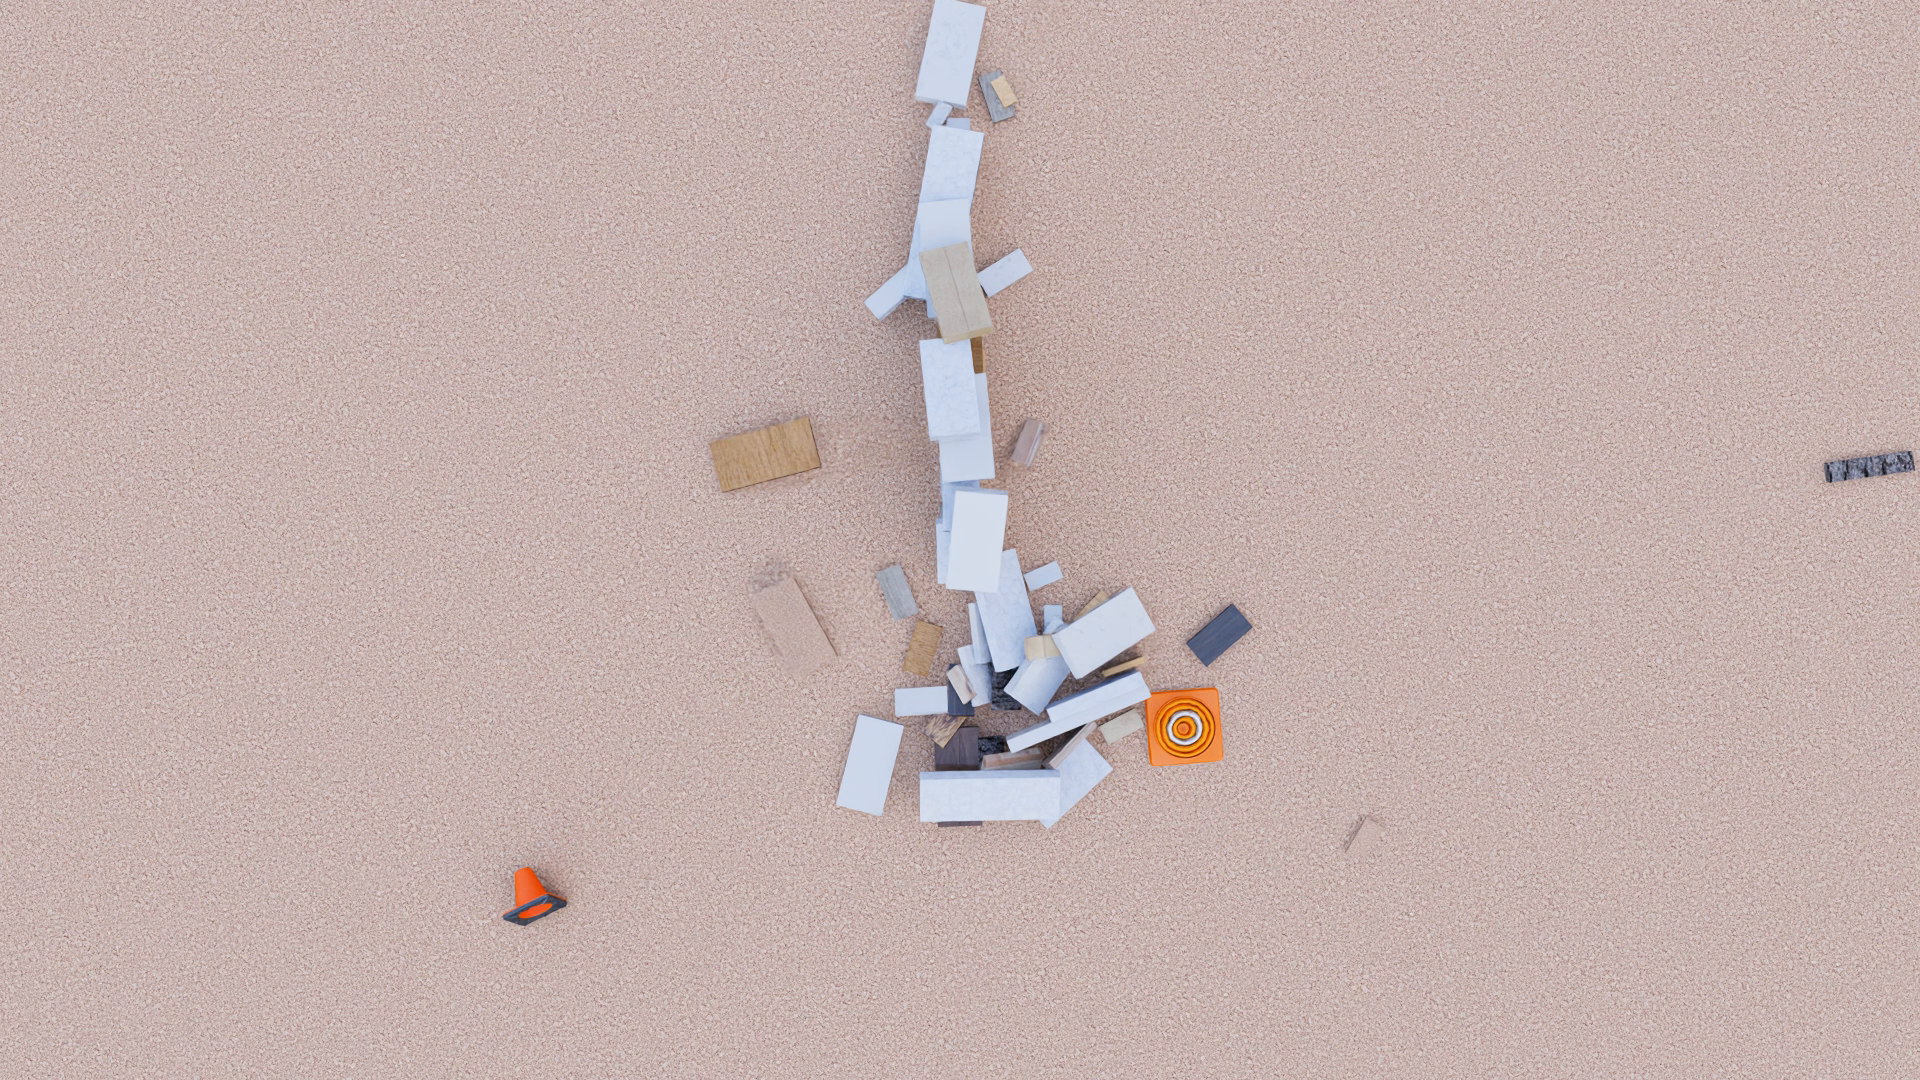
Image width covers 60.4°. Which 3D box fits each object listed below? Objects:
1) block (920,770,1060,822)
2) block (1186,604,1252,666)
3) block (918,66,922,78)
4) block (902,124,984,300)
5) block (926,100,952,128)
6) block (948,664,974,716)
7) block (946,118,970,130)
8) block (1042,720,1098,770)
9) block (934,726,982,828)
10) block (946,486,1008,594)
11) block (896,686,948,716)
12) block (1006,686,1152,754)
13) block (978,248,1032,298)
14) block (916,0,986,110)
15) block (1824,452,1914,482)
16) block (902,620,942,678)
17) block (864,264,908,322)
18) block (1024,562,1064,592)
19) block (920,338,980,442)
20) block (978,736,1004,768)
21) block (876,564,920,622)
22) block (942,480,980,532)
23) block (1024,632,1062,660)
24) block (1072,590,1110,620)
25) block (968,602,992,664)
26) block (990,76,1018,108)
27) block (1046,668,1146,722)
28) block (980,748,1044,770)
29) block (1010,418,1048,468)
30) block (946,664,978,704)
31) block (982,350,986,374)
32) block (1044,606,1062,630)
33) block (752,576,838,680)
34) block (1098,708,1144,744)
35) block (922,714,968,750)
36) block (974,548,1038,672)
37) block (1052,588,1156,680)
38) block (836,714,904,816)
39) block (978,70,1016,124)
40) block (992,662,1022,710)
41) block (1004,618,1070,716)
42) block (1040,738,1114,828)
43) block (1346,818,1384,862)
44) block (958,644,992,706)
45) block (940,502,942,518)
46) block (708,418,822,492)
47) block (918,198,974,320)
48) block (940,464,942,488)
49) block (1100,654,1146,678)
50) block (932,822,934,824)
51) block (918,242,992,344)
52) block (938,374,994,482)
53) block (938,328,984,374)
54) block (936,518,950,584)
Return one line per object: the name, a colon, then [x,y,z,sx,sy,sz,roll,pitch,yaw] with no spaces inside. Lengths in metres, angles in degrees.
block: [0.097,0.835,5.390,0.456,0.046,0.163,-1,116,-3]
block: [0.862,0.317,5.486,0.203,0.029,0.102,-41,90,0]
block: [-0.089,-1.545,5.493,0.096,0.014,0.048,7,90,0]
block: [-0.054,-1.063,5.404,0.169,0.048,0.564,10,90,3]
block: [-0.071,-1.405,5.460,0.048,0.014,0.096,25,128,-16]
block: [0.006,0.497,5.462,0.086,0.024,0.172,1,72,0]
block: [-0.005,-1.078,5.489,0.080,0.023,0.645,0,90,0]
block: [0.360,0.673,5.424,0.203,0.102,0.029,-44,91,-15]
block: [-0.006,0.785,5.479,0.148,0.042,0.326,-2,90,0]
block: [0.053,0.000,5.285,0.167,0.047,0.334,5,110,-2]
block: [-0.127,0.534,5.463,0.174,0.025,0.087,-4,65,5]
block: [0.387,0.582,5.423,0.489,0.154,0.044,-22,89,0]
block: [0.147,-0.888,5.488,0.173,0.024,0.086,-32,90,0]
block: [-0.030,-1.612,5.466,0.169,0.048,0.338,12,86,0]
block: [3.027,-0.243,5.491,0.288,0.019,0.067,-8,90,0]
block: [-0.125,0.361,5.488,0.087,0.025,0.174,18,90,0]
block: [-0.154,-0.876,5.463,0.365,0.024,0.084,-41,69,4]
block: [0.277,0.120,5.492,0.119,0.017,0.059,-23,90,0]
block: [-0.032,-0.479,5.196,0.160,0.045,0.320,-6,76,-1]
block: [0.105,0.738,5.467,0.086,0.024,0.172,-2,90,-31]
block: [-0.208,0.175,5.488,0.087,0.025,0.174,-22,90,0]
block: [0.003,-0.146,5.329,0.118,0.033,0.236,0,83,0]
block: [0.386,0.330,5.411,0.380,0.021,0.075,-8,93,-24]
block: [0.447,0.238,5.490,0.068,0.019,0.136,44,90,0]
block: [0.084,0.303,5.456,0.099,0.028,0.199,-7,90,-43]
block: [0.146,-1.487,5.471,0.048,0.014,0.096,-29,90,0]
block: [0.441,0.510,5.418,0.327,0.163,0.046,-22,89,0]
block: [0.169,0.743,5.426,0.203,0.029,0.102,-6,127,-20]
block: [0.231,-0.323,5.489,0.075,0.021,0.149,22,90,0]
block: [0.006,0.474,5.428,0.059,0.017,0.119,-42,71,35]
block: [0.010,-0.441,5.375,0.144,0.041,0.354,0,81,0]
block: [0.310,0.276,5.492,0.059,0.017,0.119,0,90,0]
block: [-0.548,0.290,5.478,0.154,0.044,0.308,-29,90,0]
block: [0.538,0.619,5.490,0.136,0.019,0.068,-27,90,0]
block: [-0.038,0.597,5.455,0.086,0.024,0.172,35,74,13]
block: [0.149,0.230,5.432,0.167,0.047,0.376,-15,91,-32]
block: [0.472,0.304,5.408,0.327,0.046,0.163,-30,90,-26]
block: [-0.297,0.746,5.478,0.154,0.044,0.308,14,90,0]
block: [0.123,-1.474,5.489,0.080,0.023,0.159,-19,90,0]
block: [0.155,0.463,5.458,0.099,0.028,0.199,2,87,-31]
block: [0.286,0.417,5.432,0.148,0.042,0.295,38,85,-31]
block: [0.349,0.804,5.479,0.295,0.042,0.148,-43,90,0]
block: [1.347,0.998,5.490,0.068,0.019,0.136,31,90,0]
block: [0.062,0.442,5.453,0.099,0.028,0.199,-14,88,-43]
block: [-0.003,-0.020,5.420,0.118,0.033,0.236,-3,124,-1]
block: [-0.645,-0.282,5.476,0.338,0.048,0.169,-15,90,0]
block: [-0.039,-0.912,5.357,0.160,0.045,0.372,-5,90,3]
block: [-0.018,-0.185,5.392,0.090,0.025,0.179,-3,97,-1]
block: [0.540,0.417,5.463,0.149,0.075,0.021,-20,90,0]
block: [-0.073,0.862,5.449,0.067,0.019,0.133,-13,90,0]
block: [-0.014,-0.788,5.247,0.160,0.045,0.320,-14,69,-4]
block: [0.013,-0.356,5.254,0.167,0.047,0.334,-5,90,0]
block: [0.000,-0.632,5.363,0.144,0.041,0.289,-2,63,0]
block: [-0.017,0.036,5.416,0.118,0.033,0.236,-2,124,-1]
